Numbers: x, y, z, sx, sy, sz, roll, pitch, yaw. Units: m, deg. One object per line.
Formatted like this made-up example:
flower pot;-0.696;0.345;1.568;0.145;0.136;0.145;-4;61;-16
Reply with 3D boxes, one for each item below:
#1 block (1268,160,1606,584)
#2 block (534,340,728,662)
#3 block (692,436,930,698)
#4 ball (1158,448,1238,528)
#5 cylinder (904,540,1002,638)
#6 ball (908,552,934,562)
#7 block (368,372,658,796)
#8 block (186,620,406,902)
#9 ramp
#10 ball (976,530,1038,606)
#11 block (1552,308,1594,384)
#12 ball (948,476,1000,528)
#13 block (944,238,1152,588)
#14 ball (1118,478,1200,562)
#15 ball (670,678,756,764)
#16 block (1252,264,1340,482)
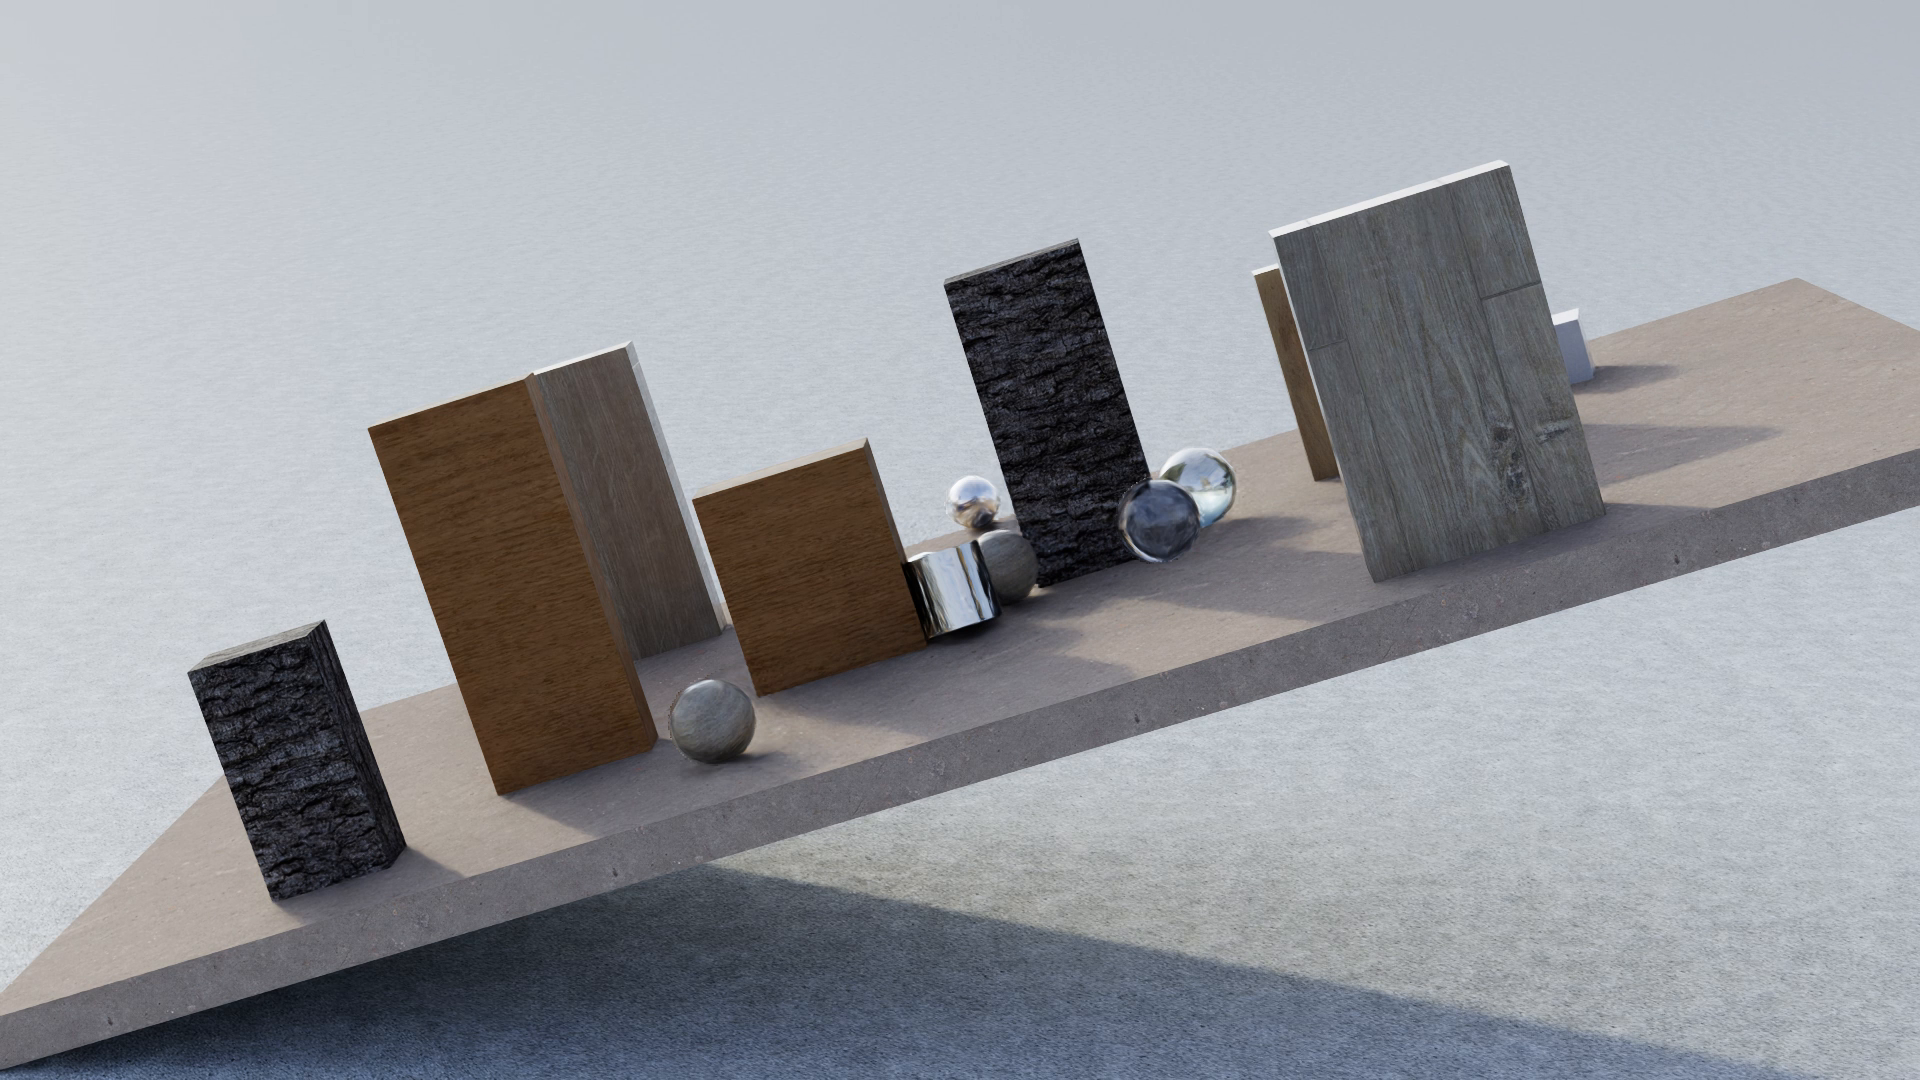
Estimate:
block;0.880;-0.310;5.428;0.441;0.670;0.123;-17;10;5
block;-0.796;-0.084;6.943;0.273;0.716;0.115;-17;10;5
block;-0.308;0.057;6.150;0.372;0.440;0.131;-17;10;5
ball;0.514;-0.114;6.389;0.175;0.175;0.175;0;11;0
cylinder;-0.015;0.102;6.111;0.162;0.162;0.162;-18;-2;-1
ball;-0.063;0.102;6.301;0.154;0.154;0.154;0;11;0
block;-0.902;0.091;5.969;0.332;0.795;0.108;-17;10;5
block;-1.286;0.429;5.720;0.243;0.481;0.148;-17;10;5
ramp;0.098;0.184;6.313;4.000;0.100;2.000;-17;10;5
ball;0.087;0.060;6.250;0.161;0.161;0.161;0;11;0
block;1.367;-0.433;6.749;0.142;0.142;0.142;-15;11;16
ball;0.033;-0.093;7.239;0.130;0.130;0.130;0;11;0
block;0.211;-0.271;6.309;0.298;0.686;0.115;-17;10;5
ball;0.418;-0.041;6.181;0.176;0.176;0.176;0;11;0
ball;-0.475;0.349;5.664;0.164;0.164;0.164;0;11;0
block;0.900;-0.418;6.504;0.385;0.480;0.082;-17;10;5
